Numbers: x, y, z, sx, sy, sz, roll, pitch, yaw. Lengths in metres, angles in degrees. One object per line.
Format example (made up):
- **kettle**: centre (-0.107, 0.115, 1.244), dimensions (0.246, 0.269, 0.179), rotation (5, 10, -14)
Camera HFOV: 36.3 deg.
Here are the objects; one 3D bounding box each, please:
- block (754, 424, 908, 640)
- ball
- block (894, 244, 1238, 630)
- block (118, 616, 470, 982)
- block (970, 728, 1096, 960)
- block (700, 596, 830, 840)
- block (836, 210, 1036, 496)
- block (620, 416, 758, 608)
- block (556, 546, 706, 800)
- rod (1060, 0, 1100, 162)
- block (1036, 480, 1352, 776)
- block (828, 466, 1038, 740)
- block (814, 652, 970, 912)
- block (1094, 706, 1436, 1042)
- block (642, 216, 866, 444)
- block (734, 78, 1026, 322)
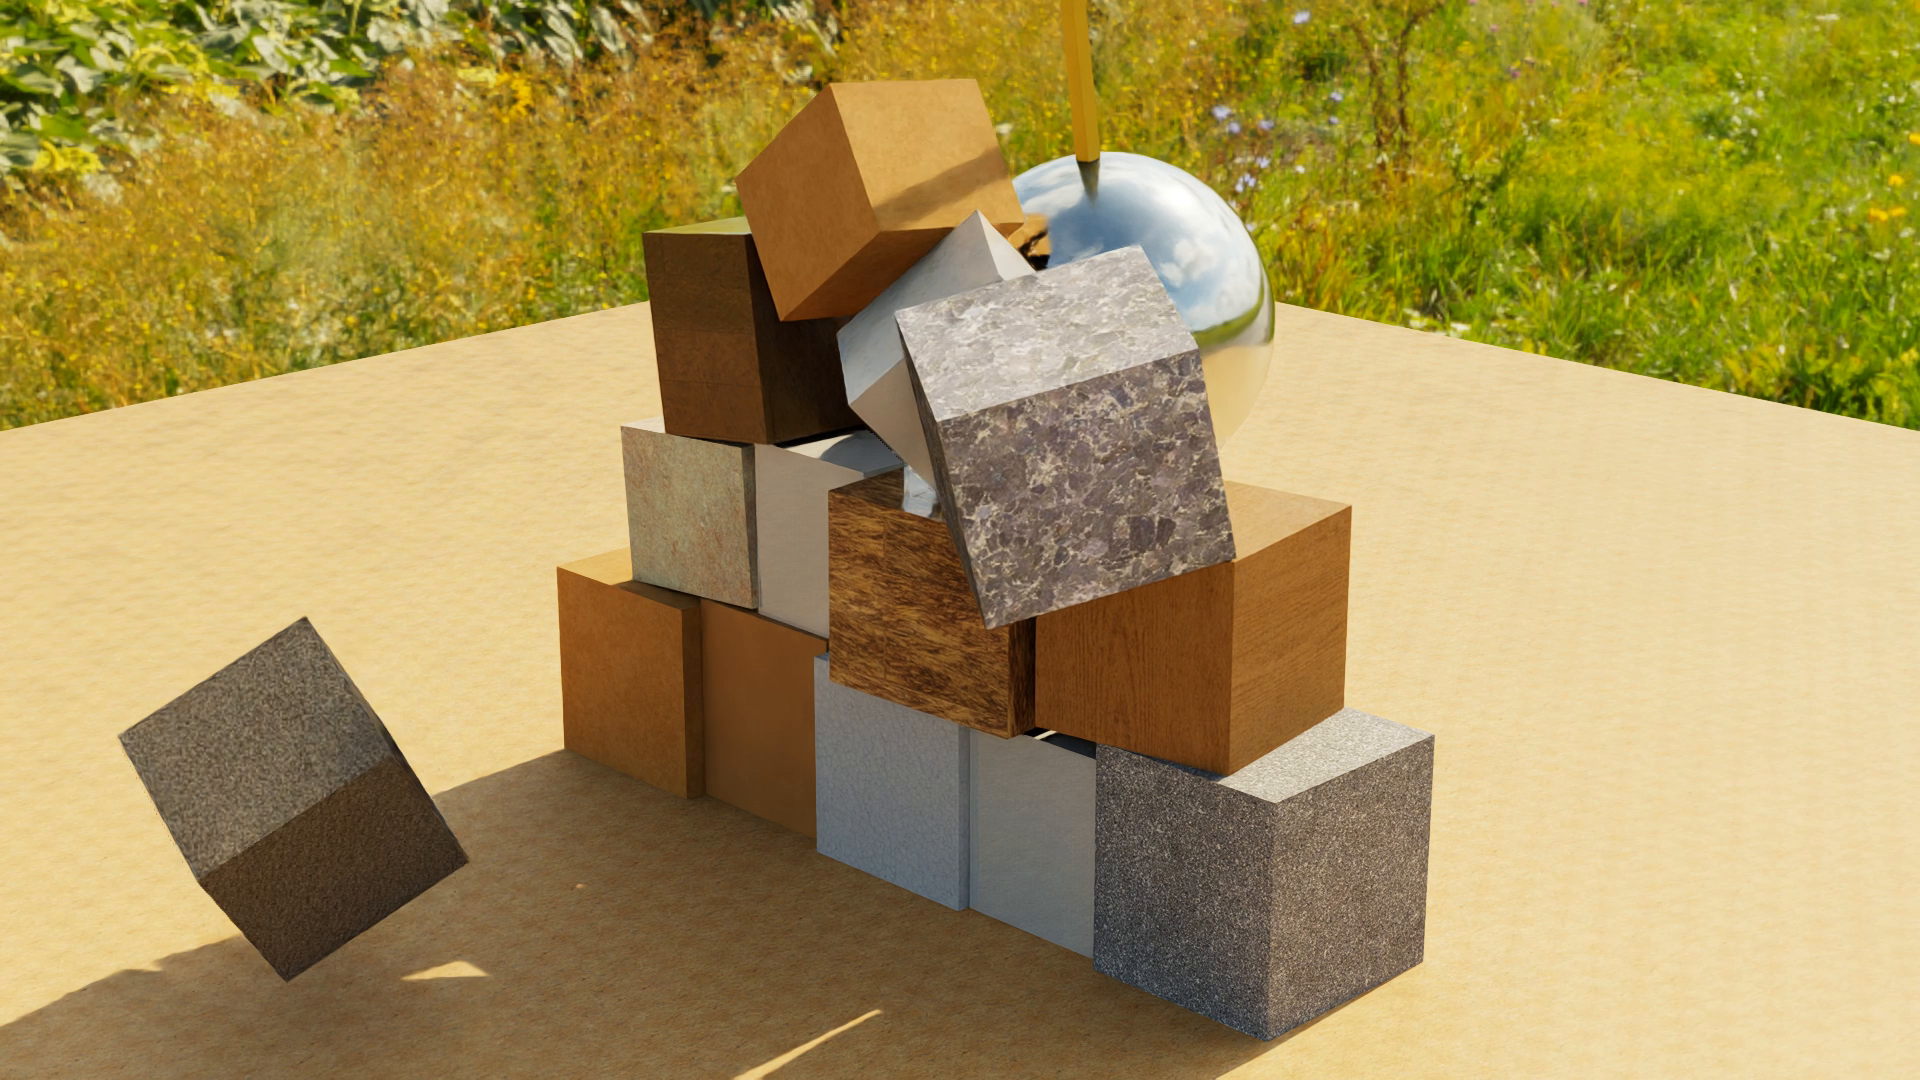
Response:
- **block**: centre (-0.430, -0.051, 13.705), dimensions (0.725, 0.850, 0.754), rotation (-16, 23, -41)
- **ball**: centre (0.678, -1.017, 13.733), dimensions (1.600, 1.600, 1.600), rotation (0, 17, 0)
- **block**: centre (0.414, -0.421, 11.648), dimensions (1.027, 0.976, 0.915), rotation (-16, 33, -3)
- **block**: centre (-2.760, 1.078, 12.191), dimensions (0.901, 0.886, 0.872), rotation (-34, 53, -10)
- **block**: centre (0.650, 1.194, 13.010), dimensions (0.911, 0.921, 0.803), rotation (-17, 24, -42)
- **block**: centre (-0.602, 0.759, 14.238), dimensions (0.926, 1.015, 0.897), rotation (-17, 24, -42)
- **block**: centre (0.058, -0.743, 12.499), dimensions (0.826, 0.759, 0.860), rotation (-40, 22, 12)
- **block**: centre (-1.019, -0.204, 14.331), dimensions (0.833, 0.780, 0.913), rotation (-16, 19, -42)
- **block**: centre (-1.281, 0.580, 14.872), dimensions (1.120, 0.976, 0.973), rotation (-17, 24, -42)
- **rod**: centre (0.294, -4.104, 12.360), dimensions (0.080, 5.200, 0.080), rotation (17, 33, 42)
- **block**: centre (0.979, 0.318, 12.316), dimensions (0.950, 0.912, 0.947), rotation (13, 22, 34)
- **block**: centre (0.152, 0.197, 12.993), dimensions (1.040, 0.890, 1.033), rotation (16, 23, 39)
- **block**: centre (0.047, 0.979, 13.613), dimensions (1.089, 0.969, 0.936), rotation (-17, 24, -42)
- **block**: centre (1.278, 1.323, 12.391), dimensions (0.953, 1.045, 1.056), rotation (17, 24, 42)
- **block**: centre (-0.872, -1.026, 13.877), dimensions (0.836, 0.966, 0.835), rotation (-15, 14, -38)
- **block**: centre (-0.367, -1.520, 13.107), dimensions (0.794, 0.714, 0.892), rotation (-8, -17, -36)
